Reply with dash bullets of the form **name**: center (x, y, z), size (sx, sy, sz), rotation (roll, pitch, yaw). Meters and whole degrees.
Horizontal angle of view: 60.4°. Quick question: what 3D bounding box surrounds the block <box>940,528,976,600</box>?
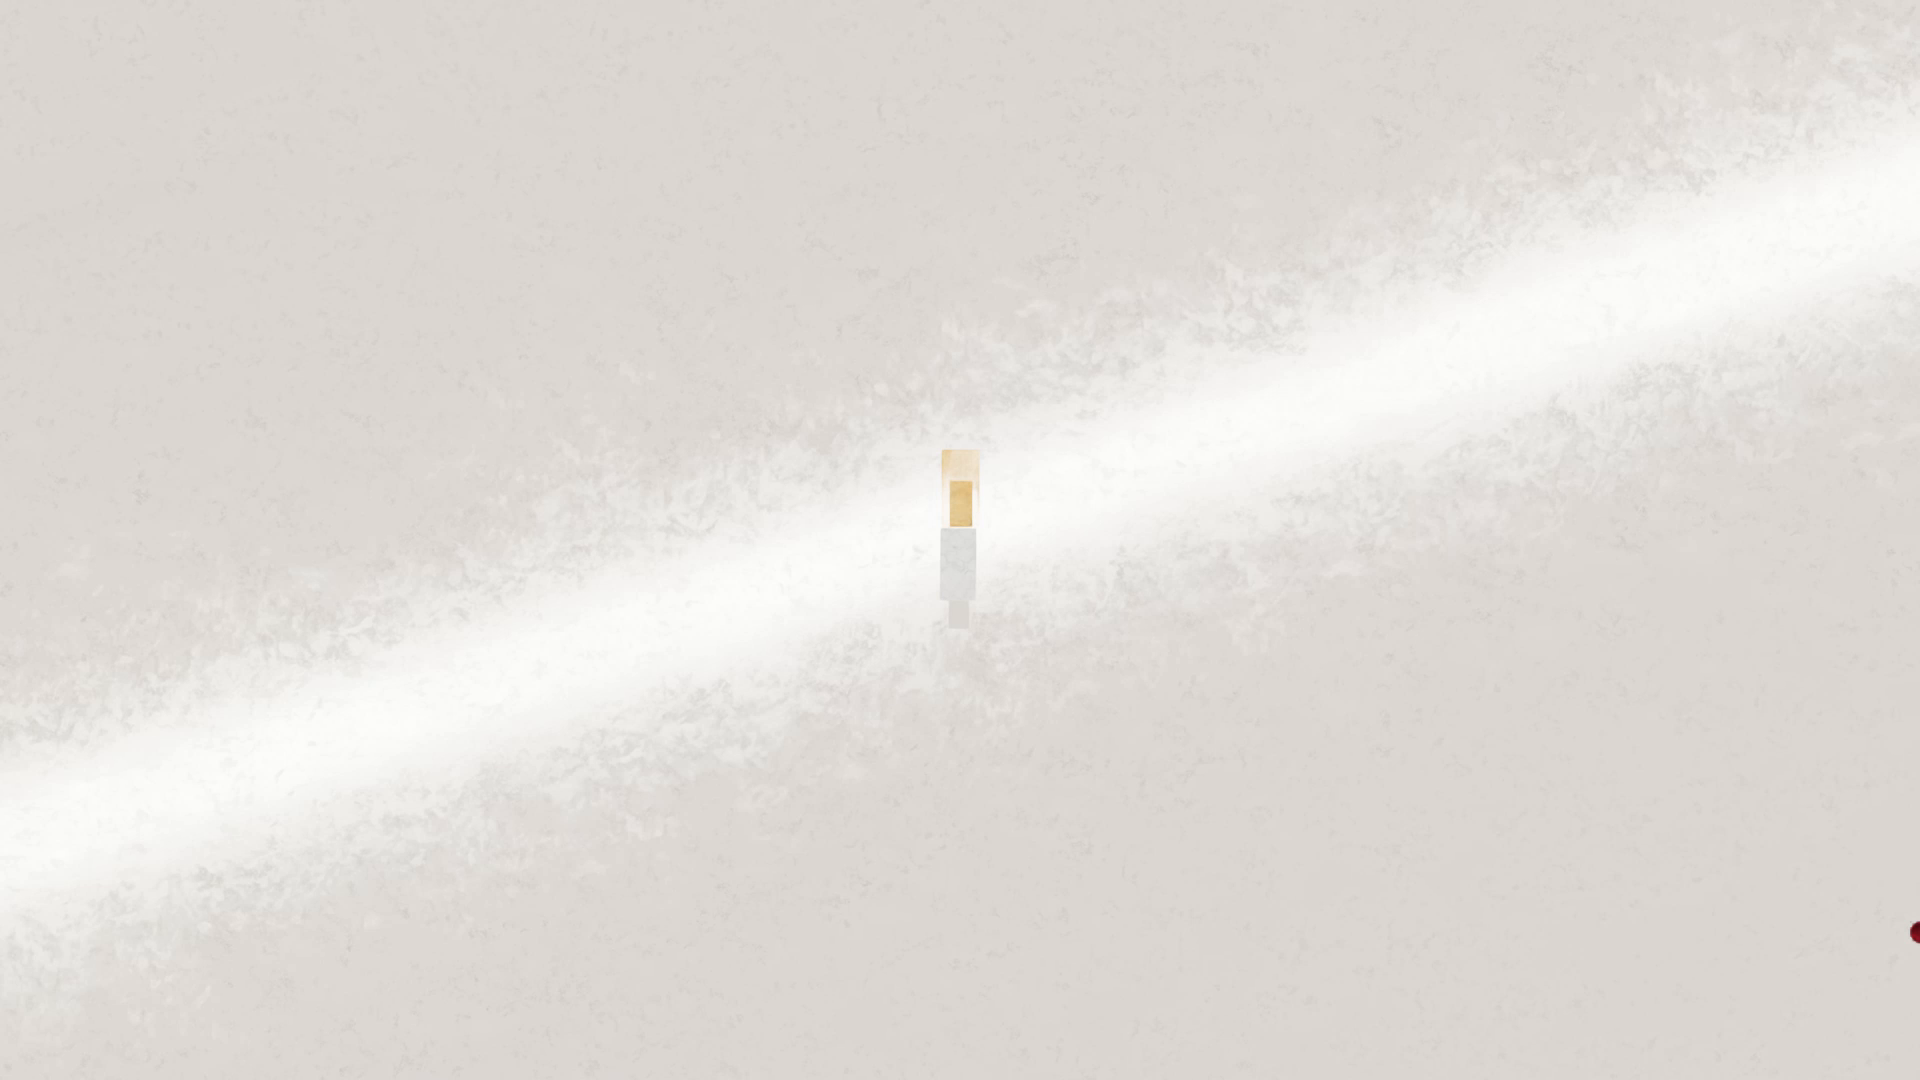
- **block**: center (-0.005, 0.070, 4.769), size (0.104, 0.030, 0.209), rotation (1, 90, 0)

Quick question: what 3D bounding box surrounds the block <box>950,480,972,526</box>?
- **block**: center (0.003, -0.107, 4.847), size (0.068, 0.019, 0.136), rotation (0, 90, 0)

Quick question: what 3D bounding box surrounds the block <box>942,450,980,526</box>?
- **block**: center (0.002, -0.167, 5.243), size (0.120, 0.034, 0.240), rotation (0, 90, 0)

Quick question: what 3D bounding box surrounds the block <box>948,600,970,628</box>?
- **block**: center (-0.004, 0.221, 5.357), size (0.067, 0.019, 0.133), rotation (0, 90, 0)

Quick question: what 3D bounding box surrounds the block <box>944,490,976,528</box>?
- **block**: center (0.000, -0.049, 5.007), size (0.102, 0.029, 0.204), rotation (0, 90, 0)
